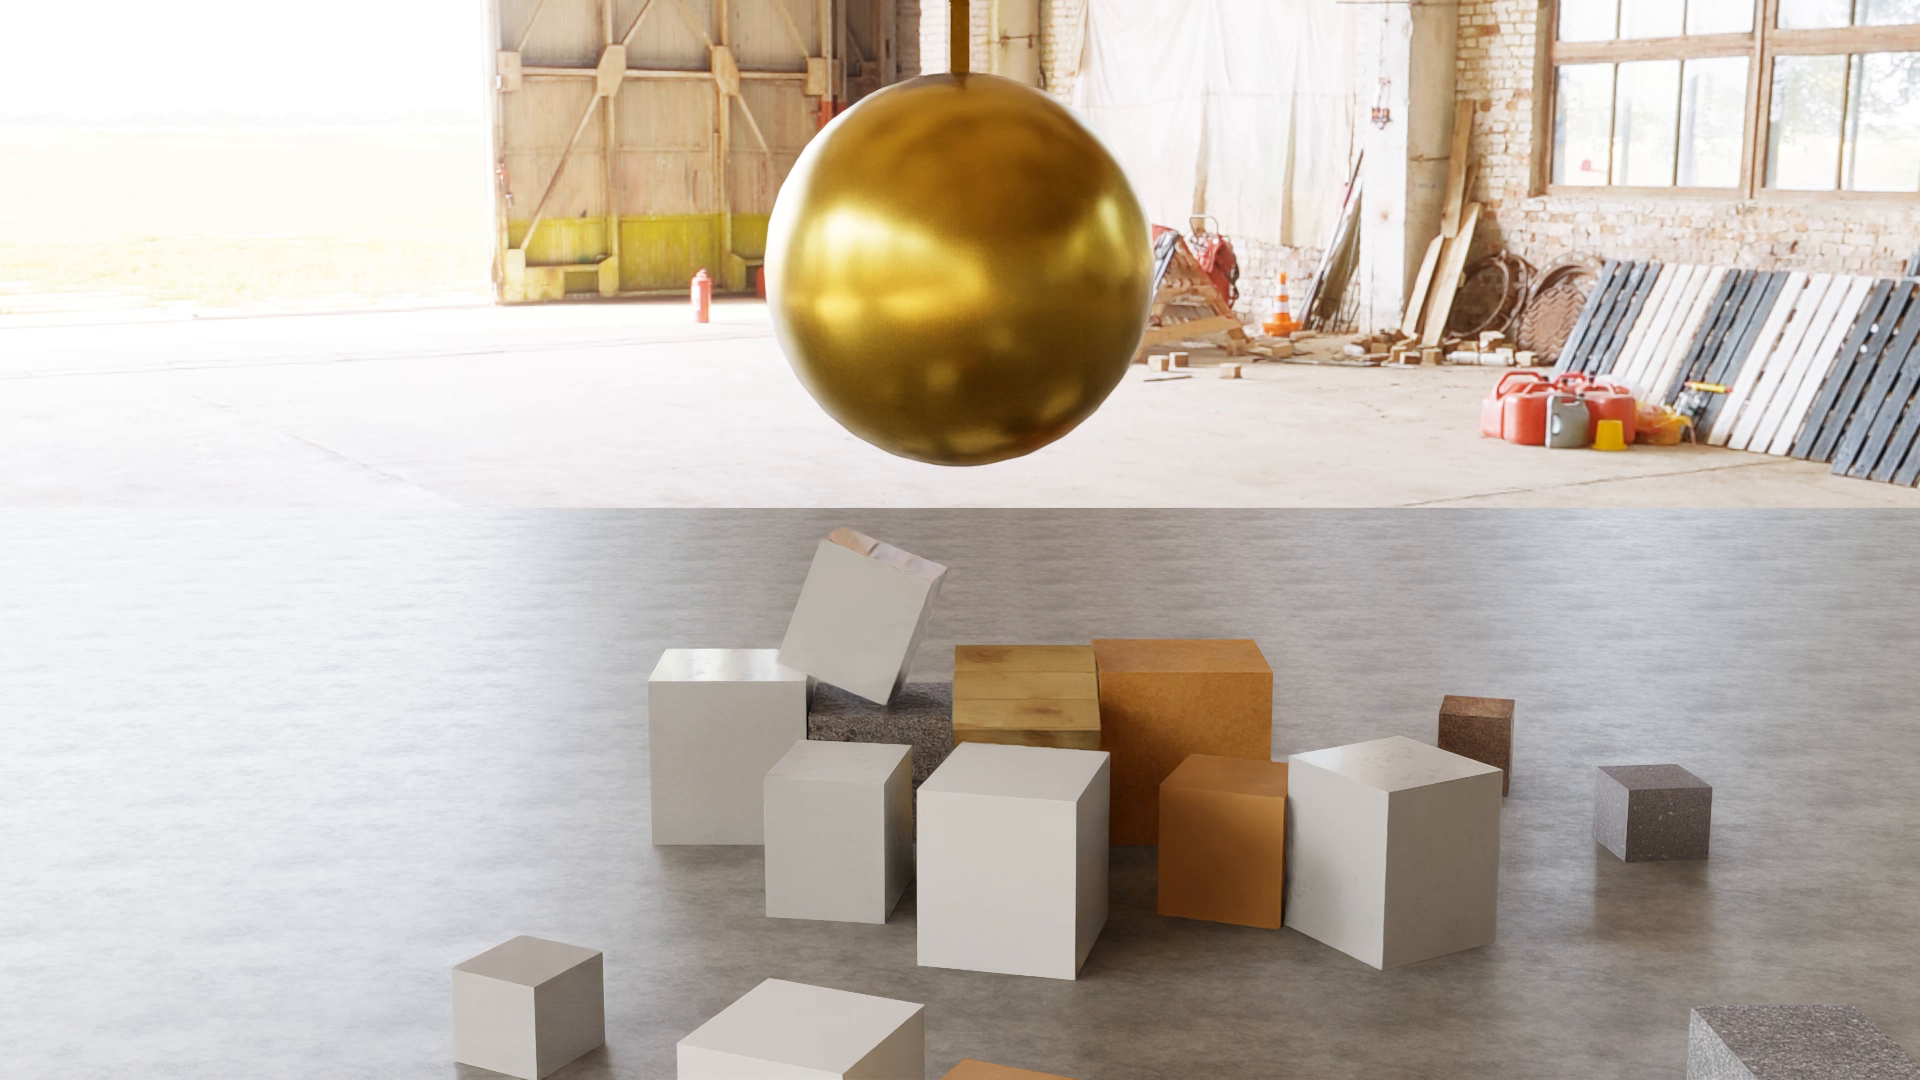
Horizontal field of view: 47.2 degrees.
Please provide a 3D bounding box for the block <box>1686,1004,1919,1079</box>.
[{"bbox_3d":[2.800,1.938,7.302,0.564,0.575,0.625,0,10,-1],"label":"block"}]

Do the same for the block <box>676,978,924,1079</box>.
[{"bbox_3d":[-0.516,1.906,7.301,0.596,0.637,0.614,5,11,23],"label":"block"}]

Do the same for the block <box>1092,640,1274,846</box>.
[{"bbox_3d":[1.126,1.033,11.376,0.861,0.897,0.737,0,10,0],"label":"block"}]

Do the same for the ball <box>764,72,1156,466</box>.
[{"bbox_3d":[0.000,-1.100,9.000,1.600,1.600,1.600,0,10,0],"label":"ball"}]

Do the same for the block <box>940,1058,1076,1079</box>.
[{"bbox_3d":[0.151,2.031,6.649,0.595,0.625,0.641,5,11,24],"label":"block"}]

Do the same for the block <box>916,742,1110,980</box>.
[{"bbox_3d":[0.247,1.395,9.700,0.691,0.784,0.782,3,11,14],"label":"block"}]

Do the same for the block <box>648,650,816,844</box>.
[{"bbox_3d":[-1.162,1.057,11.379,0.788,0.848,0.701,0,10,0],"label":"block"}]

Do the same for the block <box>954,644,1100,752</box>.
[{"bbox_3d":[0.330,1.045,11.213,0.716,0.716,0.780,0,29,0],"label":"block"}]

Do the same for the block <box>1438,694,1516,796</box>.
[{"bbox_3d":[2.845,1.130,12.127,0.383,0.438,0.423,3,11,16],"label":"block"}]

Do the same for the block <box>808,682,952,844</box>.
[{"bbox_3d":[-0.400,1.147,11.405,0.718,0.664,0.702,0,10,0],"label":"block"}]

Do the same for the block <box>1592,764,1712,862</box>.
[{"bbox_3d":[3.465,1.365,11.020,0.427,0.372,0.413,-1,10,-6],"label":"block"}]

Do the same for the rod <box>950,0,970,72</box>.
[{"bbox_3d":[0.000,-4.461,9.511,0.080,5.200,0.080,0,-9,0],"label":"rod"}]

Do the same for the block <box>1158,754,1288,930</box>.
[{"bbox_3d":[1.274,1.388,10.208,0.574,0.616,0.566,4,11,20],"label":"block"}]

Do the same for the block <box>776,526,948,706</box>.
[{"bbox_3d":[-0.495,0.382,11.295,0.599,0.678,0.566,21,9,5],"label":"block"}]

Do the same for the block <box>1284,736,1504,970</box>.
[{"bbox_3d":[1.923,1.374,9.796,0.659,0.791,0.659,-6,12,-30],"label":"block"}]

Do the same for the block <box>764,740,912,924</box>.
[{"bbox_3d":[-0.559,1.352,10.283,0.556,0.660,0.652,2,10,10],"label":"block"}]

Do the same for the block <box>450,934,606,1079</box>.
[{"bbox_3d":[-1.676,1.812,8.551,0.405,0.376,0.421,6,12,28],"label":"block"}]
